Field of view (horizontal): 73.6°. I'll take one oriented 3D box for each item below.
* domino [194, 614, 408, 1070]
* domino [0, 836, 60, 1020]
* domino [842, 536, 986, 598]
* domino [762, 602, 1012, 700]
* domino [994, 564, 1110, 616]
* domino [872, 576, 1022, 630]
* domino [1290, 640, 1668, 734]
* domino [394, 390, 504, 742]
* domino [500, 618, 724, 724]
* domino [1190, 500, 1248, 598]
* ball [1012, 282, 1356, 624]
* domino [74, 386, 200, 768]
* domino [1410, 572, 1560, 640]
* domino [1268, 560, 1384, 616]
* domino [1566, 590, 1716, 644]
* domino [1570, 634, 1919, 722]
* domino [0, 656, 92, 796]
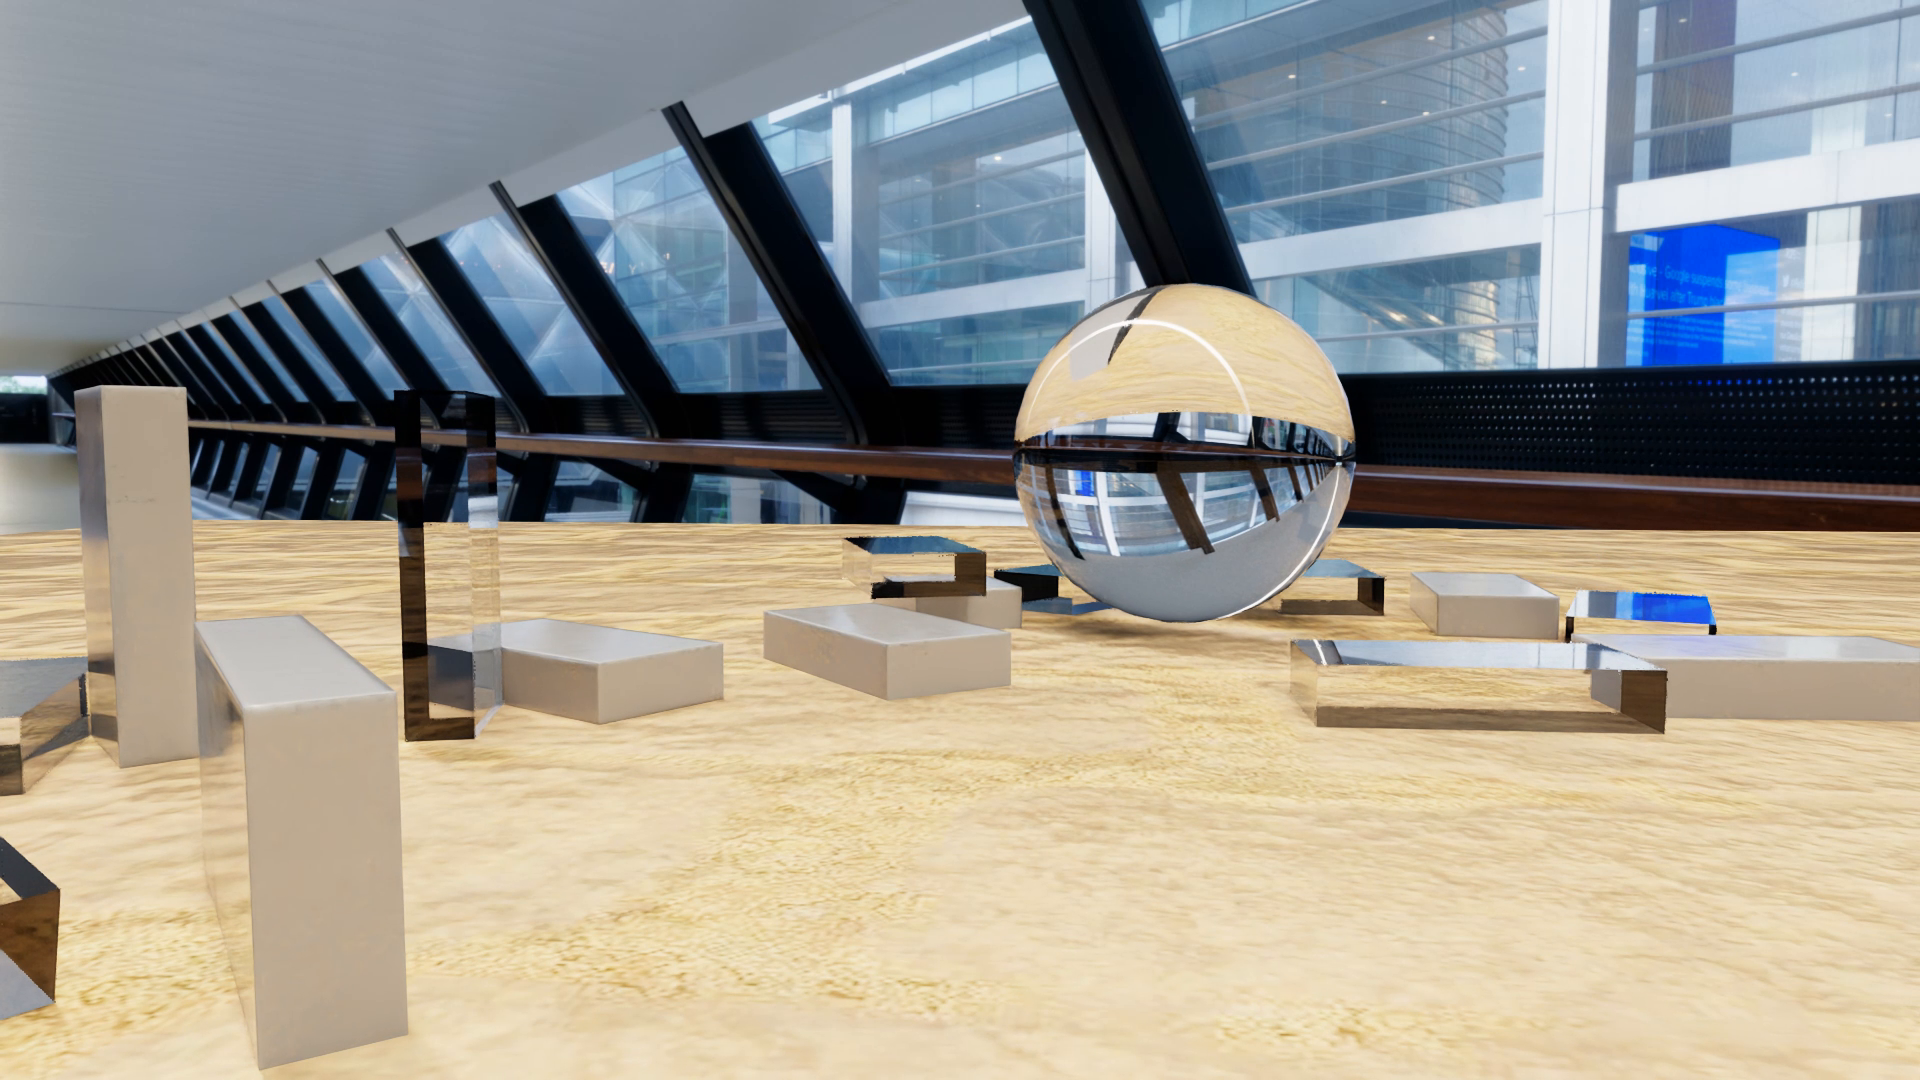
[{"bbox_3d":[-0.058,0.022,0.110,0.009,0.025,0.050,-3,5,-34],"label":"domino"},{"bbox_3d":[-0.095,0.025,0.099,0.050,0.009,0.025,18,13,31],"label":"domino"},{"bbox_3d":[-0.012,0.006,0.301,0.025,0.009,0.050,-1,4,-13],"label":"domino"},{"bbox_3d":[-0.015,0.020,0.240,0.025,0.009,0.050,-3,5,-33],"label":"domino"},{"bbox_3d":[0.035,0.012,0.346,0.025,0.009,0.050,4,6,40],"label":"domino"},{"bbox_3d":[-0.004,0.014,0.317,0.025,0.009,0.050,-1,4,-15],"label":"domino"},{"bbox_3d":[0.080,0.023,0.203,0.050,0.009,0.025,0,4,5],"label":"domino"},{"bbox_3d":[-0.077,0.003,0.195,0.009,0.050,0.025,-1,4,-11],"label":"domino"},{"bbox_3d":[-0.067,0.021,0.219,0.050,0.010,0.025,3,5,37],"label":"domino"},{"bbox_3d":[0.077,0.002,0.380,0.009,0.025,0.050,2,5,20],"label":"domino"},{"bbox_3d":[0.052,-0.020,0.305,0.080,0.080,0.080,0,4,0],"label":"ball"},{"bbox_3d":[-0.115,0.004,0.179,0.009,0.050,0.025,-4,6,-41],"label":"domino"},{"bbox_3d":[0.123,0.015,0.305,0.025,0.009,0.050,1,4,13],"label":"domino"},{"bbox_3d":[0.095,0.012,0.343,0.025,0.009,0.050,0,4,6],"label":"domino"},{"bbox_3d":[0.139,0.018,0.263,0.025,0.009,0.050,2,5,28],"label":"domino"},{"bbox_3d":[0.131,0.022,0.210,0.050,0.009,0.025,0,4,4],"label":"domino"},{"bbox_3d":[-0.135,0.025,0.174,0.025,0.009,0.050,-2,5,-23],"label":"domino"}]
